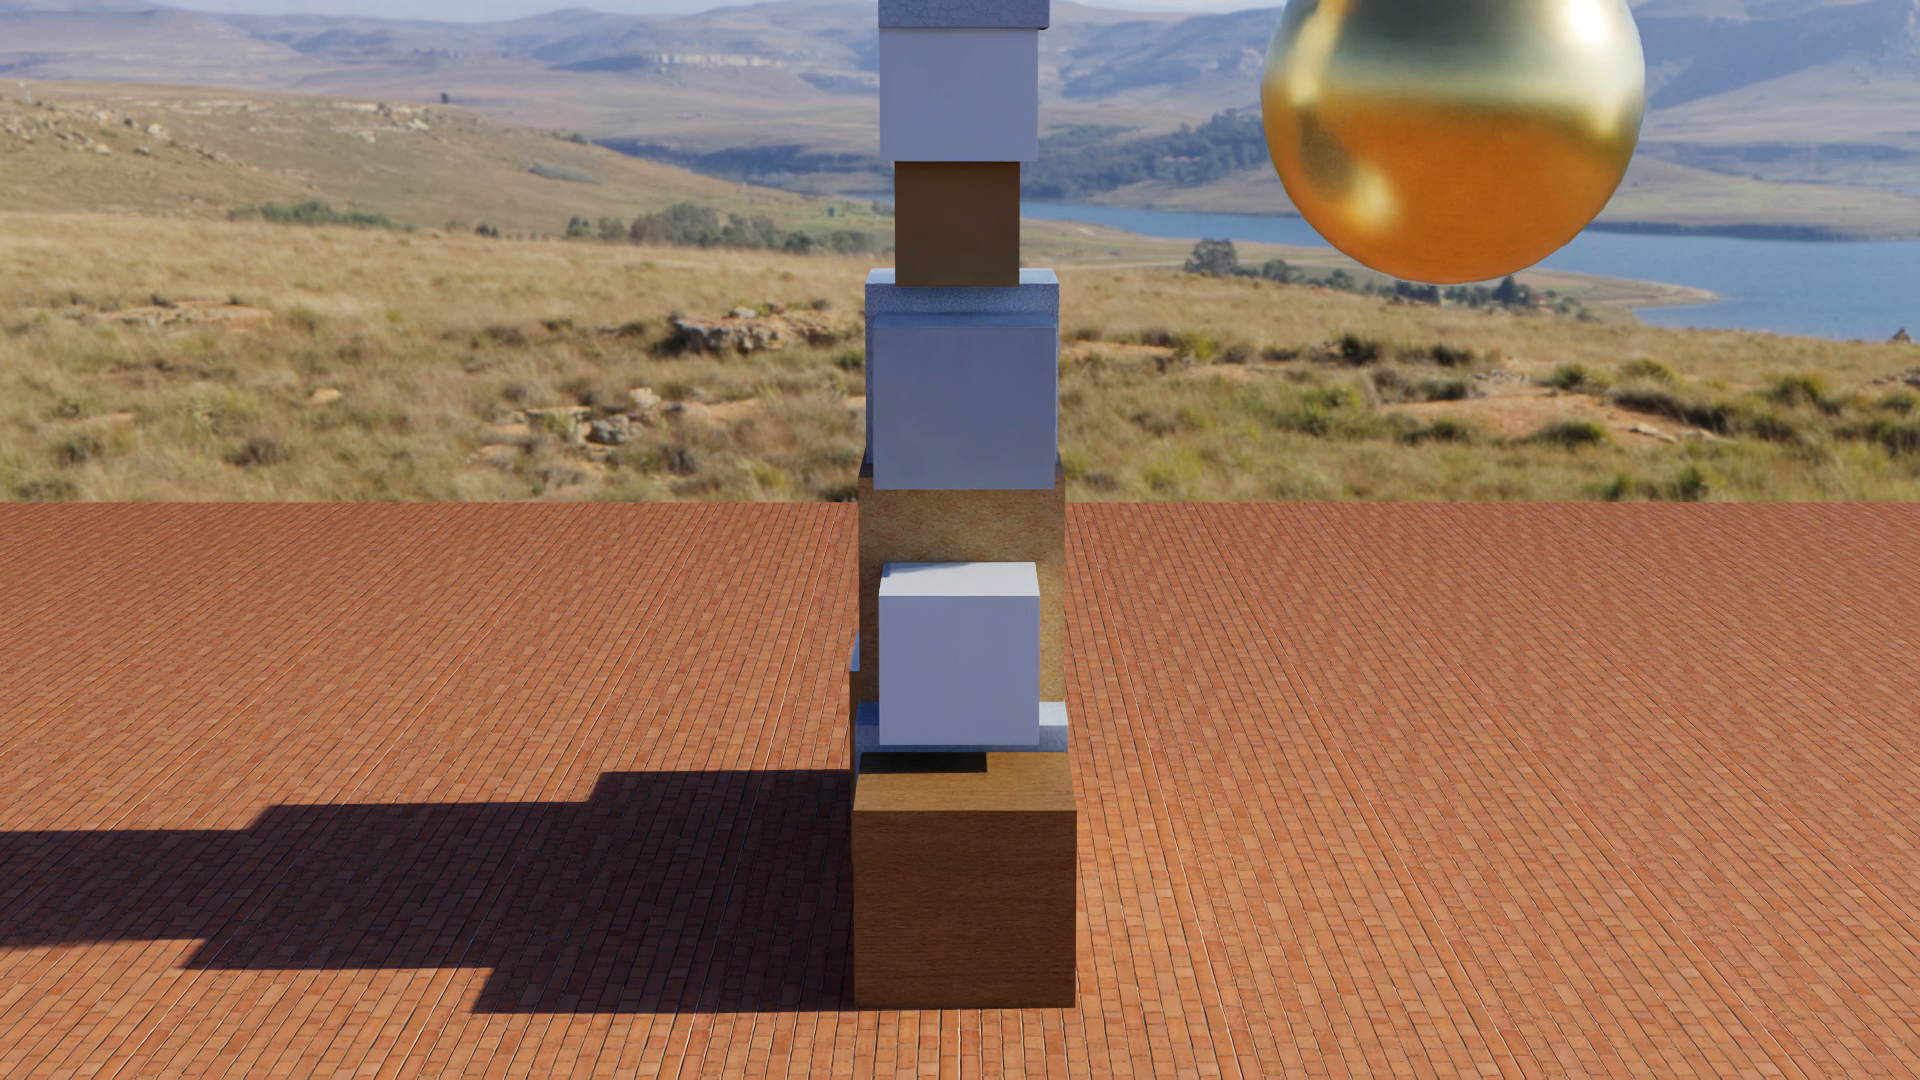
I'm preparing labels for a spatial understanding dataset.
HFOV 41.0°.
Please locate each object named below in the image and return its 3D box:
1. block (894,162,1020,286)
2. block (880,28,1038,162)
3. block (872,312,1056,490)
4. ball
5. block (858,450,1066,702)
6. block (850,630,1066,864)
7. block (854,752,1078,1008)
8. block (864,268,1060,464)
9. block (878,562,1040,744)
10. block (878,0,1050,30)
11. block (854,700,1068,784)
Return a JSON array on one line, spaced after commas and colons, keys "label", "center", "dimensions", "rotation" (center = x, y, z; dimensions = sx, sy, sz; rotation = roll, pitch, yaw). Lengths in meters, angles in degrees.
[{"label": "block", "center": [-0.011, -1.361, 10.933], "dimensions": [0.520, 0.522, 0.508], "rotation": [0, 10, 0]}, {"label": "block", "center": [-0.005, -1.884, 10.838], "dimensions": [0.649, 0.540, 0.670], "rotation": [0, 10, 0]}, {"label": "block", "center": [0.017, -0.586, 10.631], "dimensions": [0.731, 0.653, 0.685], "rotation": [0, 10, 0]}, {"label": "ball", "center": [2.074, -1.882, 10.838], "dimensions": [1.600, 1.600, 1.600], "rotation": [0, 10, 0]}, {"label": "block", "center": [0.007, 0.134, 11.172], "dimensions": [0.862, 0.958, 0.867], "rotation": [0, 10, 0]}, {"label": "block", "center": [-0.012, 0.945, 11.877], "dimensions": [0.960, 0.891, 0.840], "rotation": [0, 10, 0]}, {"label": "block", "center": [0.019, 1.323, 10.108], "dimensions": [0.841, 0.780, 0.838], "rotation": [0, 10, 0]}, {"label": "block", "center": [0.009, -0.786, 11.391], "dimensions": [0.825, 0.774, 0.861], "rotation": [0, 10, 0]}, {"label": "block", "center": [-0.003, 0.451, 10.424], "dimensions": [0.631, 0.601, 0.698], "rotation": [0, 10, 0]}, {"label": "block", "center": [0.016, -2.549, 10.717], "dimensions": [0.696, 0.812, 0.727], "rotation": [0, 10, 0]}, {"label": "block", "center": [0.007, 1.107, 10.987], "dimensions": [0.870, 0.891, 0.949], "rotation": [0, 10, 0]}]
